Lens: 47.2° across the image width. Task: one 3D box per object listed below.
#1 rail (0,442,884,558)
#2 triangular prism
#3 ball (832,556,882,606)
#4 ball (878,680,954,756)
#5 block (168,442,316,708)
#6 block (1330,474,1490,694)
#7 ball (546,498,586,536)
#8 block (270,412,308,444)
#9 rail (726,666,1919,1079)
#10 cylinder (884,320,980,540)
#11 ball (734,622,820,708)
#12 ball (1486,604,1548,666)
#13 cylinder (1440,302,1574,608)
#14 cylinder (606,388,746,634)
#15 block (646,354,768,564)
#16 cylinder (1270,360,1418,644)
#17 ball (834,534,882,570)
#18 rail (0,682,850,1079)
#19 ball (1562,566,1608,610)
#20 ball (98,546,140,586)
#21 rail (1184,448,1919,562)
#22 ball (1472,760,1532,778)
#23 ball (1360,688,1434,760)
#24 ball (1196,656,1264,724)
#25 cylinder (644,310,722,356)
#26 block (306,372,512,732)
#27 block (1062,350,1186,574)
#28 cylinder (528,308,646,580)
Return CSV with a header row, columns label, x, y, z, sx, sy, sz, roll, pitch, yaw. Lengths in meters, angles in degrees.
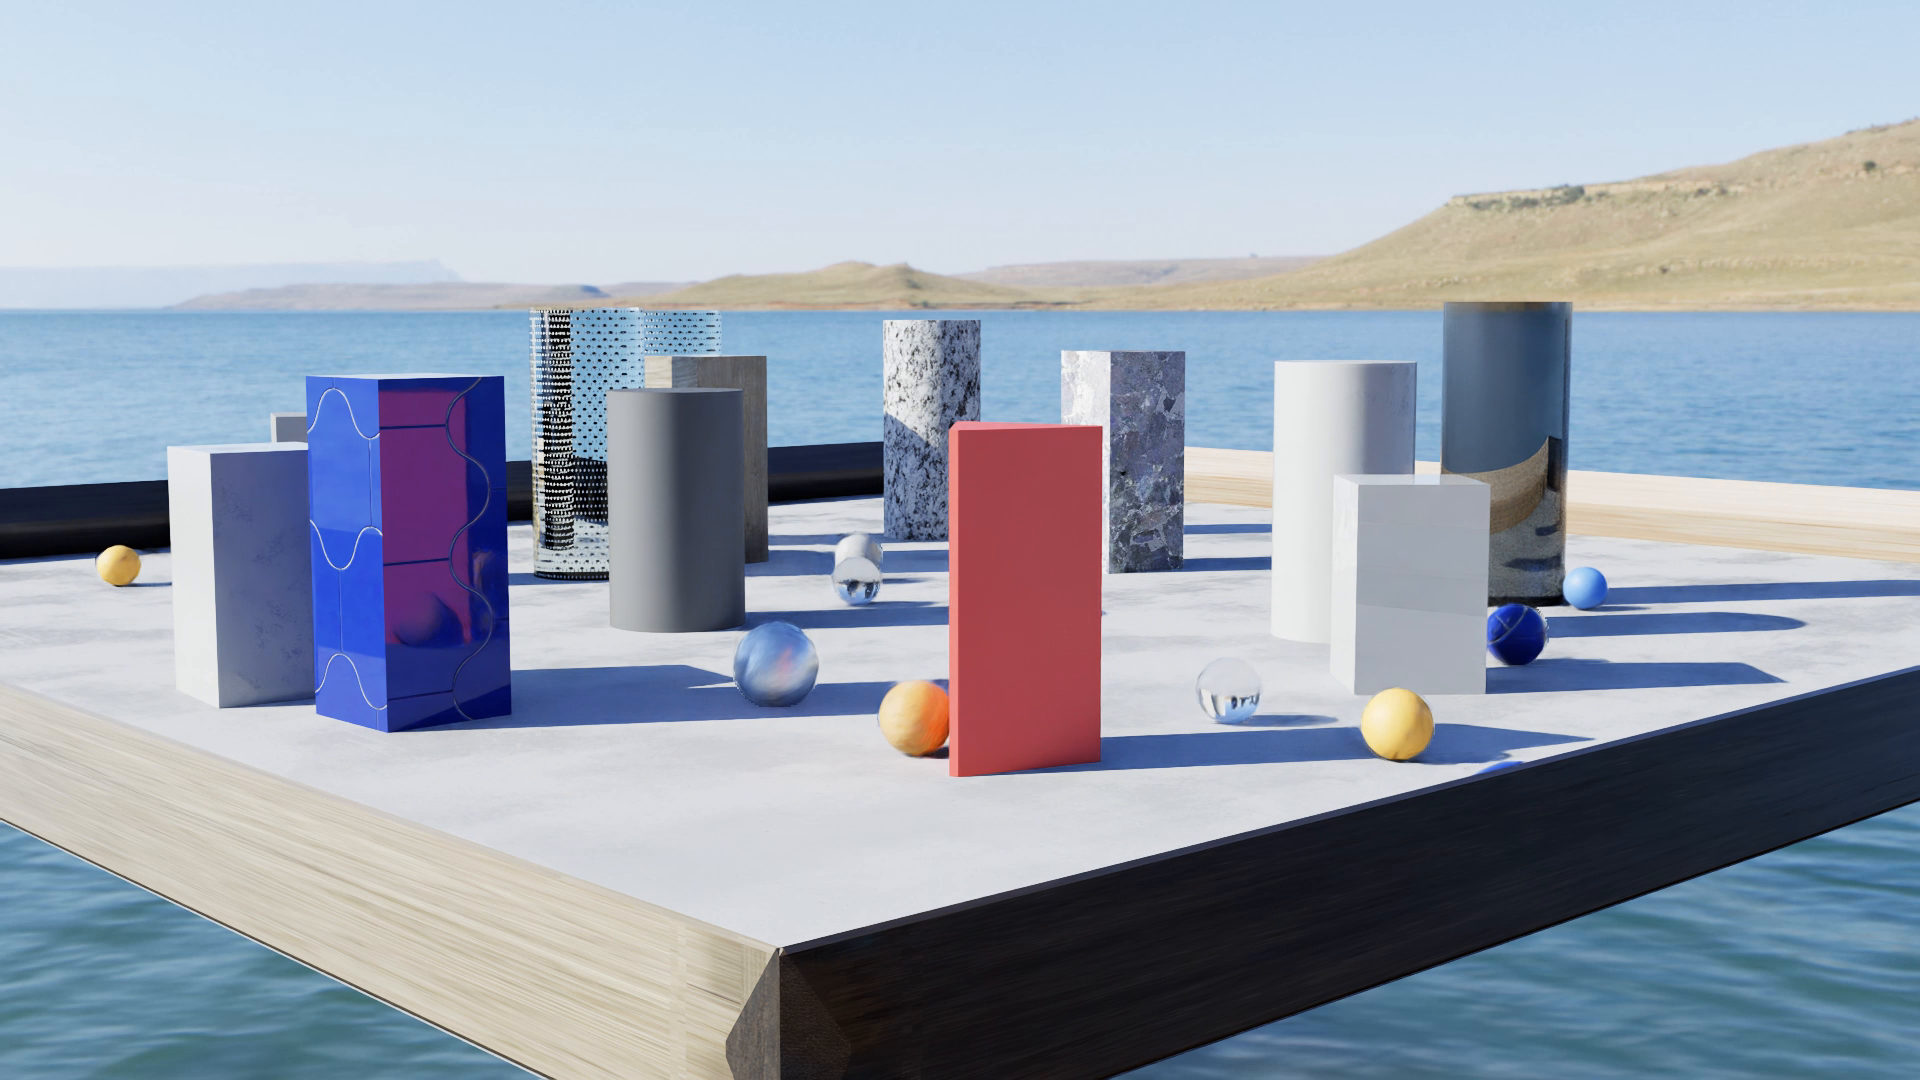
label,x,y,z,sx,sy,sz,roll,pitch,yaw
rail,-1.059,-0.088,4.473,3.170,0.124,0.045,-6,8,-42
triangular prism,0.034,0.051,2.179,0.165,0.331,0.143,-3,7,-27
ball,-0.156,0.061,3.305,0.074,0.074,0.074,0,6,0
ball,-0.044,0.177,2.197,0.076,0.076,0.076,0,6,0
block,-0.811,0.035,2.543,0.152,0.285,0.152,-4,7,-36
block,0.530,0.050,2.605,0.152,0.243,0.152,0,6,-1
ball,-0.768,-0.044,4.293,0.075,0.075,0.075,0,6,0
block,-1.024,-0.066,3.548,0.152,0.275,0.152,-2,6,-20
rail,1.059,0.153,2.191,3.170,0.124,0.045,-6,8,-42
cylinder,-0.055,-0.219,4.305,0.190,0.421,0.190,0,6,0
ball,-0.205,0.139,2.462,0.095,0.095,0.095,0,6,0
ball,0.694,0.118,2.749,0.078,0.078,0.078,0,6,0
cylinder,0.829,-0.135,3.350,0.190,0.454,0.190,0,6,0
cylinder,-0.400,-0.046,3.100,0.190,0.330,0.190,0,6,0
block,-0.445,-0.142,3.857,0.152,0.362,0.152,-6,8,-44
cylinder,0.522,-0.056,2.996,0.190,0.372,0.190,0,6,0
ball,-0.166,0.029,3.590,0.078,0.078,0.078,0,6,0
rail,-1.148,0.143,2.279,0.045,0.124,3.169,-6,8,-42
ball,0.926,0.071,3.257,0.064,0.064,0.064,0,6,0
ball,-1.352,0.041,3.535,0.065,0.065,0.065,0,6,0
rail,1.148,-0.079,4.385,0.045,0.124,3.169,-6,8,-42
ball,0.432,0.219,1.710,0.094,0.094,0.094,0,6,0
ball,0.432,0.182,2.174,0.071,0.071,0.071,0,6,0
ball,0.290,0.161,2.363,0.072,0.072,0.072,0,6,0
cylinder,-0.544,-0.214,4.166,0.190,0.440,0.190,0,6,0
block,-0.601,0.007,2.400,0.152,0.371,0.152,-6,8,-44
block,0.279,-0.139,3.779,0.152,0.371,0.152,-3,7,-29
cylinder,-0.620,-0.165,3.673,0.190,0.445,0.190,0,6,0
